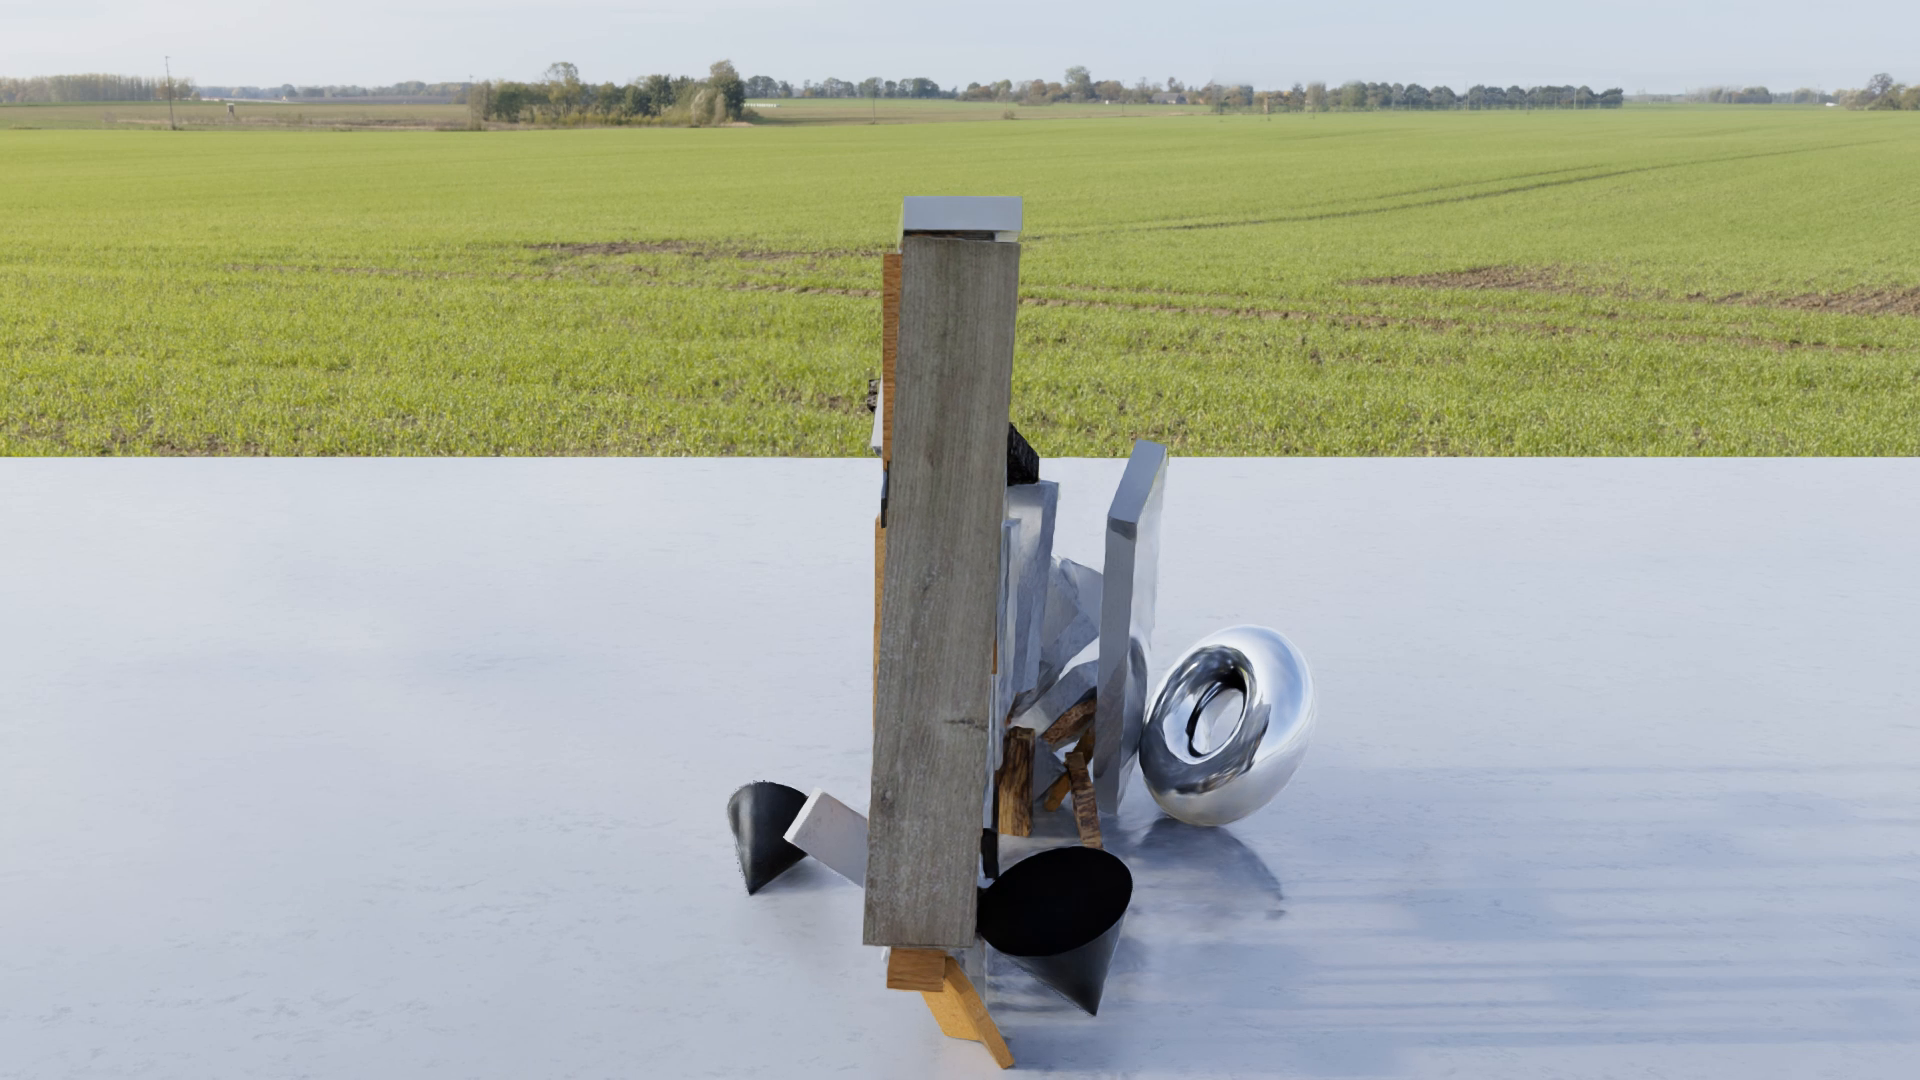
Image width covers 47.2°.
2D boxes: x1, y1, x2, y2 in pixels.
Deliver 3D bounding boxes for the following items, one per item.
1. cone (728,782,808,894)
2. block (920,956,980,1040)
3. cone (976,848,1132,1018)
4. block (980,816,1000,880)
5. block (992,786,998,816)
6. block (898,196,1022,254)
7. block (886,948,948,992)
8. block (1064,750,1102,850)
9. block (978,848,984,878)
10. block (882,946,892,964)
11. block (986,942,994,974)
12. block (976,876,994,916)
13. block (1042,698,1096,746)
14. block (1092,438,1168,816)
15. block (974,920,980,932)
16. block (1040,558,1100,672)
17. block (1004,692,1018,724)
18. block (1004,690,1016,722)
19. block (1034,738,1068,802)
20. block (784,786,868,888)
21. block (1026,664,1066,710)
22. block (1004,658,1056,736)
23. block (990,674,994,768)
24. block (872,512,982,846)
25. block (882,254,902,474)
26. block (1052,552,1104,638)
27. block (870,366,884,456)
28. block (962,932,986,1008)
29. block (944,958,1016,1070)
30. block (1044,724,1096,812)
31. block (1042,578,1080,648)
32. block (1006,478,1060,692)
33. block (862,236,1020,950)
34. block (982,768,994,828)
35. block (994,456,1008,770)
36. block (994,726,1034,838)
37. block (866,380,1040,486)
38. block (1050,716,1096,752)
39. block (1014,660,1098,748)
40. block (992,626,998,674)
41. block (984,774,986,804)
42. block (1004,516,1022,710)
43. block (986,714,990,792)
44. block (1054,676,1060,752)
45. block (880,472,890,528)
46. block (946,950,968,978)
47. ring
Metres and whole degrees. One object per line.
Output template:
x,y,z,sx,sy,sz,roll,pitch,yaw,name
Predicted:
-0.333,0.538,3.727,0.179,0.179,0.179,2,38,12,cone
-0.015,0.632,3.041,0.074,0.148,0.021,-1,38,37,block
0.163,0.592,3.101,0.224,0.224,0.224,-14,29,8,cone
0.001,0.524,3.400,0.118,0.237,0.034,1,36,3,block
0.003,0.497,3.550,0.118,0.237,0.034,0,37,0,block
-0.004,-0.415,2.922,0.149,0.042,0.299,0,1,-3,block
-0.056,0.564,2.940,0.074,0.021,0.148,4,11,1,block
0.218,0.461,3.893,0.031,0.110,0.265,-9,9,0,block
0.005,0.524,3.296,0.066,0.019,0.131,-24,46,19,block
-0.060,0.540,3.095,0.069,0.138,0.020,10,27,-11,block
0.018,0.587,3.326,0.066,0.131,0.019,9,16,41,block
-0.005,0.510,3.187,0.138,0.069,0.020,20,38,-42,block
0.208,0.327,3.989,0.023,0.080,0.160,49,16,11,block
0.290,0.173,3.828,0.050,0.833,0.177,14,51,13,block
0.021,0.560,3.175,0.061,0.017,0.122,1,-14,12,block
0.152,0.122,3.993,0.118,0.236,0.033,-40,33,-12,block
0.051,0.242,3.863,0.110,0.031,0.220,3,32,11,block
0.031,0.269,3.729,0.110,0.031,0.220,4,24,12,block
0.115,0.440,4.004,0.080,0.160,0.023,47,28,9,block
-0.120,0.469,3.203,0.294,0.087,0.025,37,-10,-28,block
0.024,0.211,4.184,0.235,0.235,0.235,14,37,-24,block
0.071,0.284,3.938,0.099,0.028,0.199,27,68,34,block
-0.001,0.247,3.470,0.110,0.220,0.031,0,5,4,block
-0.042,0.201,3.058,0.152,0.477,0.043,3,13,7,block
-0.029,-0.243,3.019,0.149,0.299,0.042,-1,-6,6,block
0.220,0.106,4.156,0.033,0.118,0.236,25,2,38,block
-0.072,-0.225,3.348,0.100,0.200,0.028,-5,-30,22,block
0.008,0.620,3.167,0.061,0.121,0.017,2,24,7,block
0.023,0.642,2.976,0.021,0.148,0.074,-32,30,-10,block
0.209,0.424,4.085,0.023,0.160,0.080,30,30,-4,block
0.130,0.105,3.936,0.183,0.091,0.026,46,-8,-34,block
0.060,0.064,3.715,0.177,0.354,0.050,12,13,29,block
-0.028,0.080,2.897,0.149,0.945,0.042,3,10,-3,block
-0.008,0.392,3.396,0.118,0.034,0.237,0,10,2,block
-0.010,0.117,3.556,0.162,0.515,0.046,3,15,10,block
0.081,0.432,3.960,0.099,0.199,0.028,6,18,18,block
-0.006,-0.171,3.507,0.162,0.046,0.324,-6,-25,22,block
0.169,0.379,4.289,0.236,0.033,0.118,-24,-26,3,block
0.144,0.356,4.091,0.050,0.354,0.177,50,23,14,block
-0.024,0.045,3.230,0.152,0.304,0.043,-1,13,2,block
-0.007,0.306,3.278,0.087,0.174,0.025,0,6,6,block
0.009,0.113,3.627,0.162,0.324,0.046,10,20,19,block
-0.009,0.273,3.341,0.110,0.220,0.031,1,8,2,block
0.058,0.325,4.524,0.209,0.209,0.209,-7,13,-33,block
-0.029,-0.089,3.086,0.152,0.043,0.304,-1,20,1,block
-0.033,0.508,3.045,0.048,0.392,0.014,-8,23,5,block
0.492,0.340,4.068,0.132,0.396,0.396,31,-7,-30,ring
